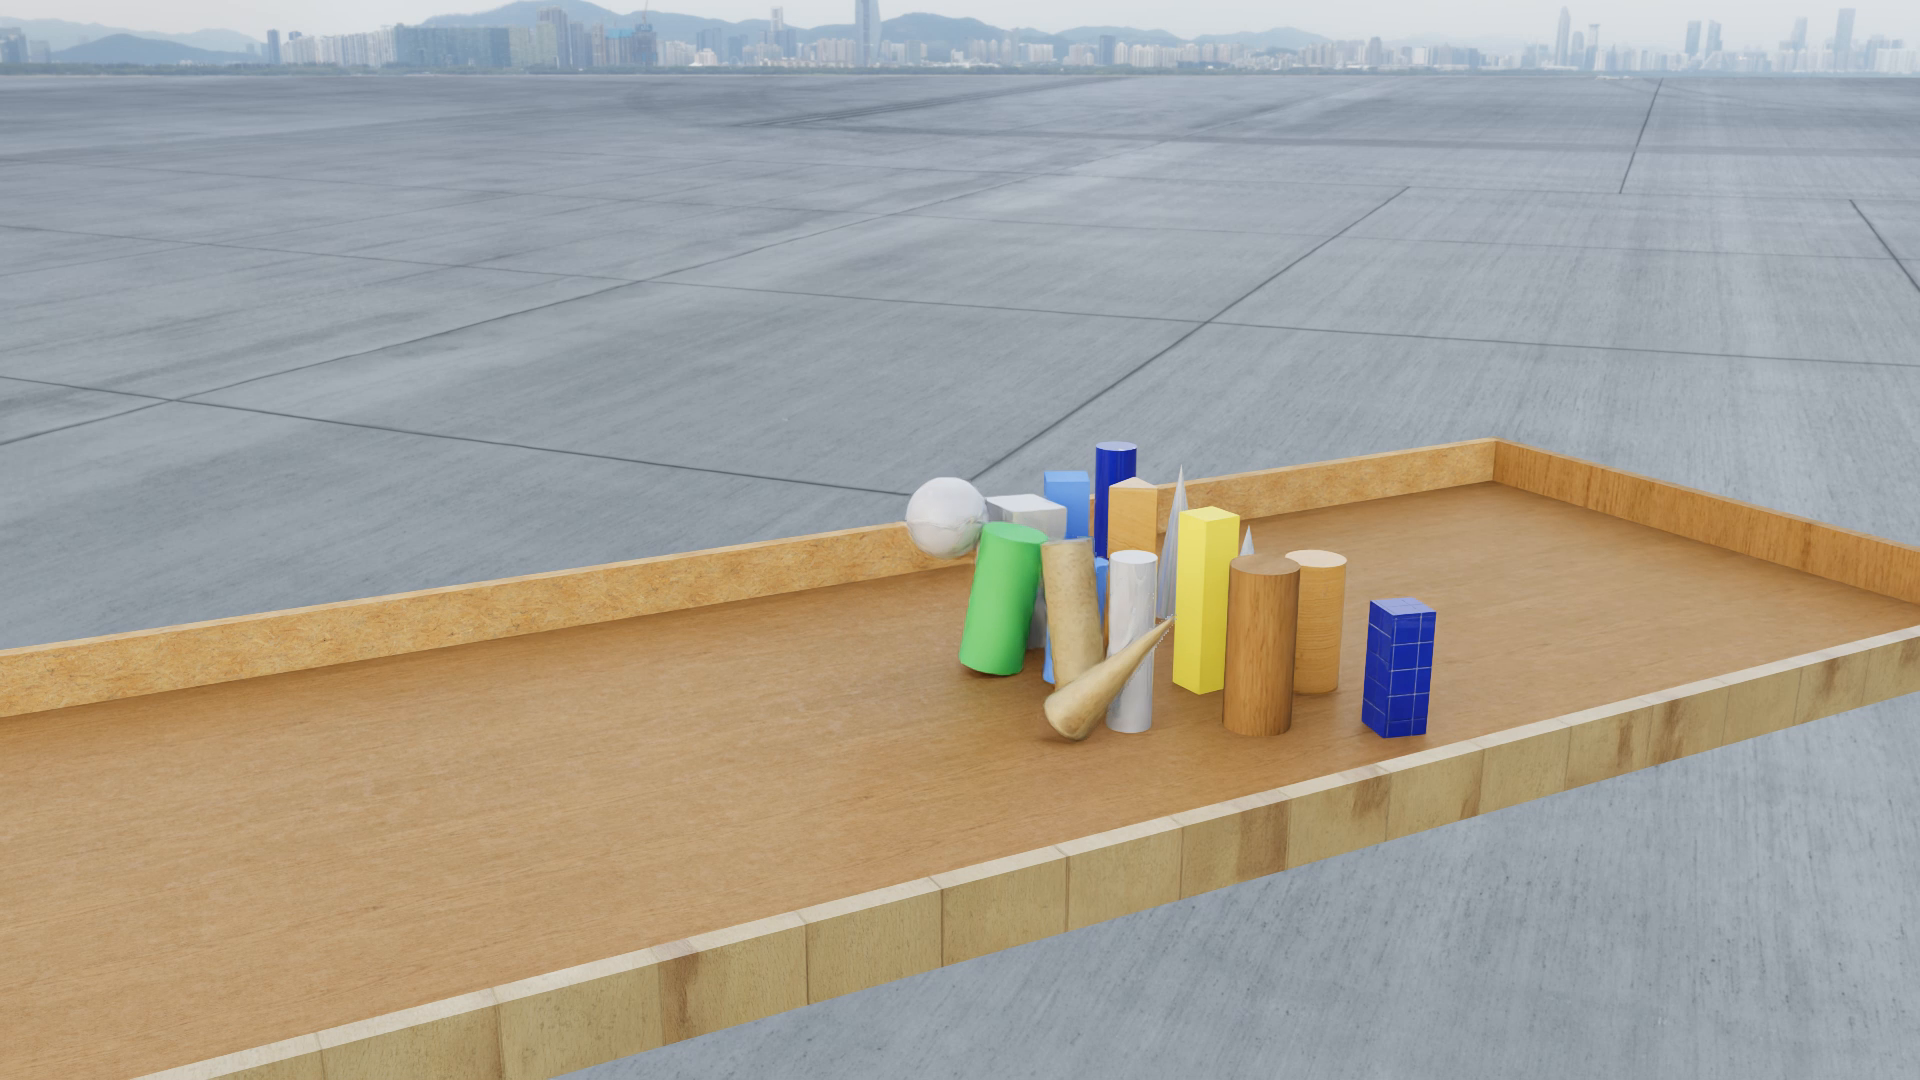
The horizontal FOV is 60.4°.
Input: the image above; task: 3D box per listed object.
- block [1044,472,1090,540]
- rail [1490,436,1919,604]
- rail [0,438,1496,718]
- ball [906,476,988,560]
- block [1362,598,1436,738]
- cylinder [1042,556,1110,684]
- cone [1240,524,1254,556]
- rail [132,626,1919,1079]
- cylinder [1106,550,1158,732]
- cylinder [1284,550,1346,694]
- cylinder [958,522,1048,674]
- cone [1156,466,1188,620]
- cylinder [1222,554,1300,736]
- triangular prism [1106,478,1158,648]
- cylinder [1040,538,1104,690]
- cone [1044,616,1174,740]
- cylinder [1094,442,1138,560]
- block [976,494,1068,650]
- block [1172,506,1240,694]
[{"bbox_3d":[0.293,0.019,4.575,0.117,0.403,0.117,0,16,-1],"label":"block"},{"bbox_3d":[2.466,-0.048,5.253,0.050,0.150,2.100,-9,18,-27],"label":"rail"},{"bbox_3d":[-3.305,0.497,3.399,12.000,0.150,0.050,-9,18,-27],"label":"rail"},{"bbox_3d":[-0.033,-0.057,4.220,0.211,0.211,0.211,0,16,0],"label":"ball"},{"bbox_3d":[1.015,0.295,3.819,0.108,0.300,0.108,-4,17,-13],"label":"block"},{"bbox_3d":[0.288,0.200,4.101,0.132,0.309,0.132,6,12,-1],"label":"cylinder"},{"bbox_3d":[0.750,0.124,4.325,0.166,0.342,0.166,0,16,0],"label":"cone"},{"bbox_3d":[-2.336,1.006,1.665,12.000,0.150,0.050,-9,18,-27],"label":"rail"},{"bbox_3d":[0.397,0.236,3.824,0.108,0.411,0.108,0,16,0],"label":"cylinder"},{"bbox_3d":[0.871,0.203,4.082,0.148,0.329,0.148,0,16,0],"label":"cylinder"},{"bbox_3d":[0.109,0.148,4.186,0.166,0.352,0.166,10,15,-3],"label":"cylinder"},{"bbox_3d":[0.610,-0.003,4.603,0.153,0.430,0.153,0,16,0],"label":"cone"},{"bbox_3d":[0.698,0.244,3.831,0.160,0.391,0.160,0,16,0],"label":"cylinder"},{"bbox_3d":[0.455,0.060,4.369,0.126,0.440,0.109,2,16,7],"label":"triangular prism"},{"bbox_3d":[0.274,0.198,3.956,0.126,0.391,0.126,-6,4,0],"label":"cylinder"},{"bbox_3d":[0.358,0.286,3.701,0.128,0.401,0.128,27,36,-22],"label":"cone"},{"bbox_3d":[0.455,-0.073,4.860,0.120,0.419,0.120,0,16,0],"label":"cylinder"},{"bbox_3d":[0.155,0.085,4.376,0.167,0.378,0.167,-5,17,-30],"label":"block"},{"bbox_3d":[0.605,0.149,4.064,0.103,0.443,0.103,-10,19,-30],"label":"block"}]
